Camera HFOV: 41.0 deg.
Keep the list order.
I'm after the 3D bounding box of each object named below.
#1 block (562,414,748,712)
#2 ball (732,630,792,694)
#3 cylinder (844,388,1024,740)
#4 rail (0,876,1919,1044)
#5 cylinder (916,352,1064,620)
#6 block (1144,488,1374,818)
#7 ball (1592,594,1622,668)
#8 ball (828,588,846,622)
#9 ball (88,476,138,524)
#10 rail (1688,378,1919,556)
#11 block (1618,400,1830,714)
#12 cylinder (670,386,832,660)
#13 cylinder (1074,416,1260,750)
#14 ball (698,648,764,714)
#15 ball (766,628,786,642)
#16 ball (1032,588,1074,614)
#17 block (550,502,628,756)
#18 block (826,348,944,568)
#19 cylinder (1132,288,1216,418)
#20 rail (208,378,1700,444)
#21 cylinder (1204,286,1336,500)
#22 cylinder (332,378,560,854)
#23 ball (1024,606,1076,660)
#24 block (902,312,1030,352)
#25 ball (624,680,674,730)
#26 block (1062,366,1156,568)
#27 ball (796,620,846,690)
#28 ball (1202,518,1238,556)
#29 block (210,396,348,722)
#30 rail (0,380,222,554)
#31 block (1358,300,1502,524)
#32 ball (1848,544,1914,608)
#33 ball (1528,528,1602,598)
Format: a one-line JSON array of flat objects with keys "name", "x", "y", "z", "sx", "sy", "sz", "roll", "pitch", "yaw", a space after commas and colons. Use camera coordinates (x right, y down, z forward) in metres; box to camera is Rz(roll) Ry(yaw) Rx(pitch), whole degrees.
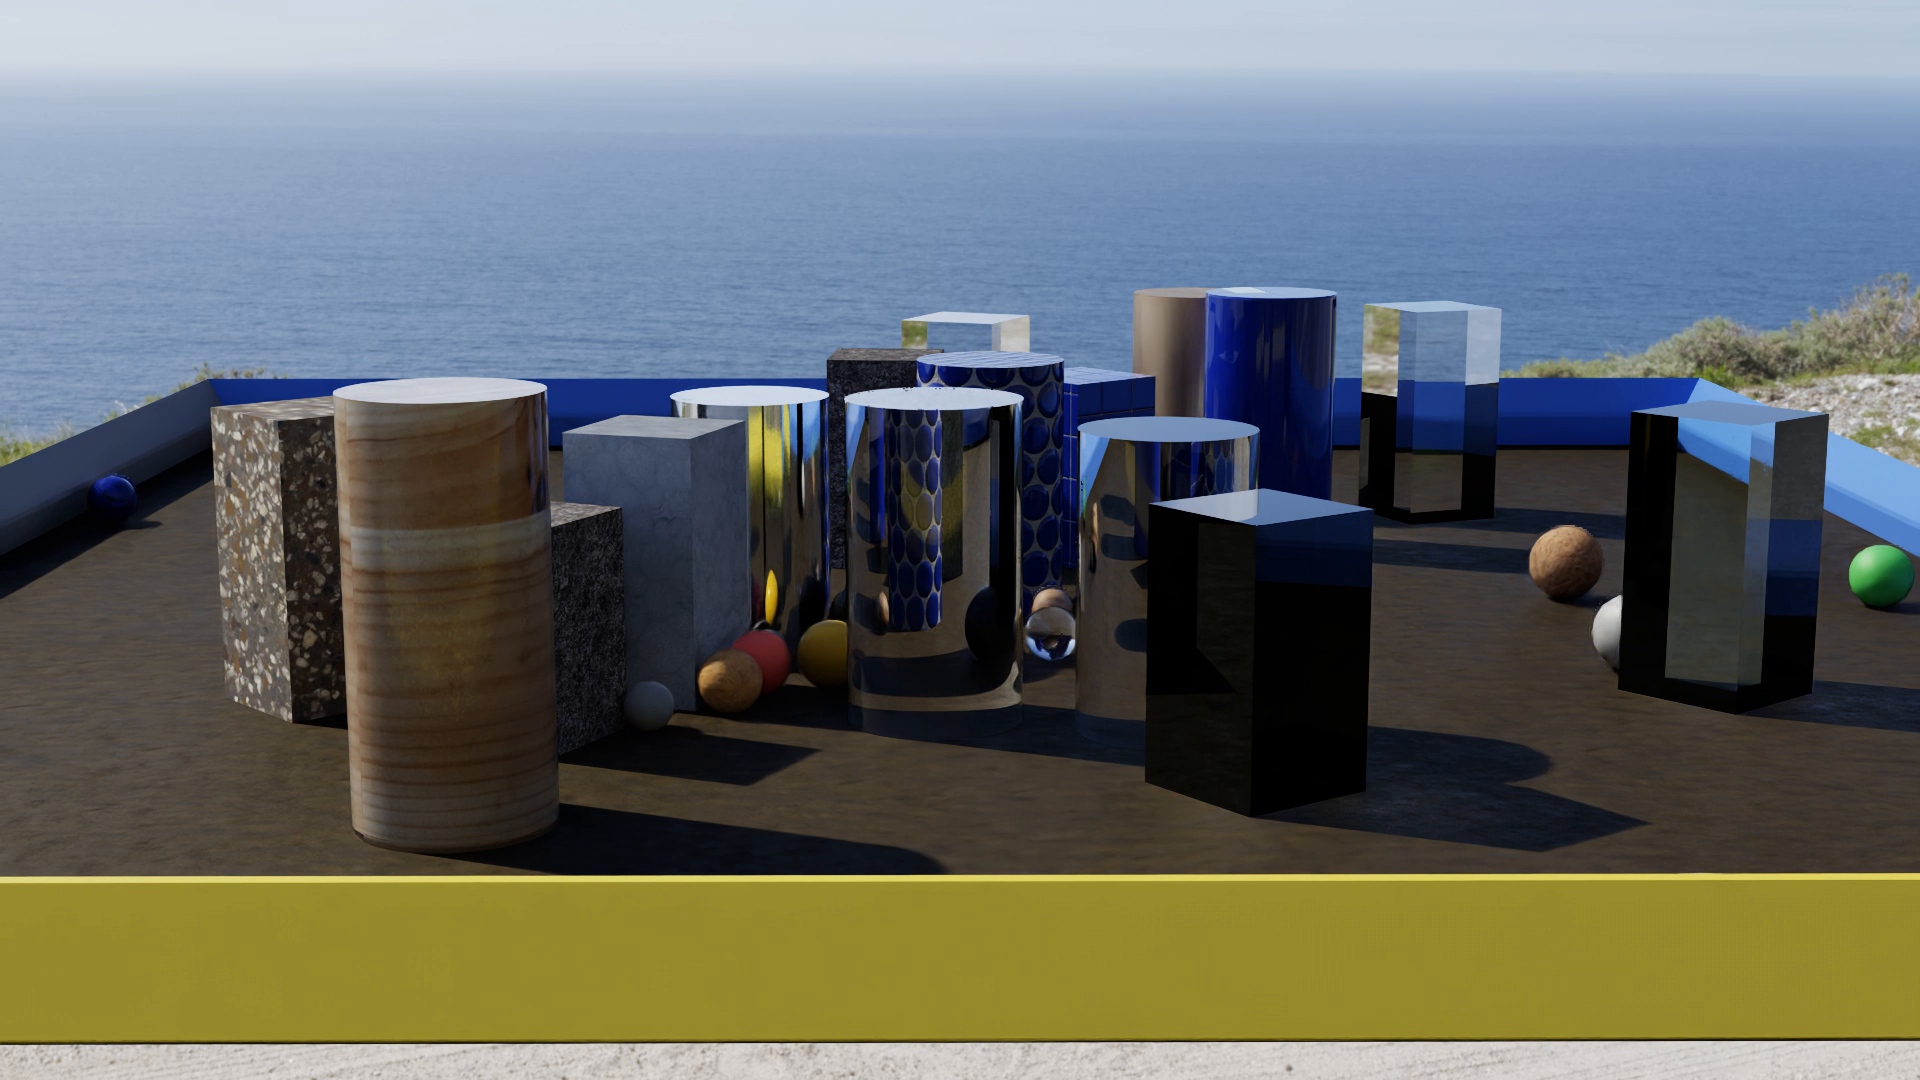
[{"name": "block", "x": -0.353, "y": 0.023, "z": 3.001, "sx": 0.159, "sy": 0.314, "sz": 0.159, "roll": 3, "pitch": 11, "yaw": 18}, {"name": "ball", "x": -0.235, "y": 0.143, "z": 3.007, "sx": 0.076, "sy": 0.076, "sz": 0.076, "roll": 0, "pitch": 10, "yaw": 0}, {"name": "cylinder", "x": -0.029, "y": 0.022, "z": 2.868, "sx": 0.199, "sy": 0.364, "sz": 0.199, "roll": 0, "pitch": 10, "yaw": 0}, {"name": "rail", "x": 0.009, "y": 0.311, "z": 1.948, "sx": 2.888, "sy": 0.129, "sz": 0.045, "roll": 0, "pitch": 10, "yaw": 0}, {"name": "cylinder", "x": 0.041, "y": -0.076, "z": 3.471, "sx": 0.199, "sy": 0.338, "sz": 0.199, "roll": 0, "pitch": 10, "yaw": 0}, {"name": "block", "x": 0.301, "y": 0.109, "z": 2.599, "sx": 0.159, "sy": 0.291, "sz": 0.159, "roll": -8, "pitch": 13, "yaw": -36}, {"name": "ball", "x": 0.817, "y": 0.112, "z": 3.119, "sx": 0.095, "sy": 0.095, "sz": 0.095, "roll": 0, "pitch": 10, "yaw": 0}, {"name": "ball", "x": -0.119, "y": 0.098, "z": 3.205, "sx": 0.092, "sy": 0.092, "sz": 0.092, "roll": 0, "pitch": 10, "yaw": 0}, {"name": "ball", "x": -1.365, "y": -0.065, "z": 4.132, "sx": 0.076, "sy": 0.076, "sz": 0.076, "roll": 0, "pitch": 10, "yaw": 0}, {"name": "rail", "x": 1.420, "y": 0.032, "z": 3.457, "sx": 0.045, "sy": 0.129, "sz": 3.100, "roll": 0, "pitch": 10, "yaw": 0}, {"name": "block", "x": 0.890, "y": 0.015, "z": 2.994, "sx": 0.159, "sy": 0.331, "sz": 0.159, "roll": -9, "pitch": 14, "yaw": -40}, {"name": "cylinder", "x": -0.263, "y": -0.024, "z": 3.237, "sx": 0.199, "sy": 0.320, "sz": 0.199, "roll": 0, "pitch": 10, "yaw": 0}, {"name": "cylinder", "x": 0.227, "y": 0.044, "z": 2.827, "sx": 0.199, "sy": 0.336, "sz": 0.199, "roll": 0, "pitch": 10, "yaw": 0}, {"name": "ball", "x": -0.261, "y": 0.160, "z": 2.920, "sx": 0.075, "sy": 0.075, "sz": 0.075, "roll": 0, "pitch": 10, "yaw": 0}, {"name": "ball", "x": -0.235, "y": 0.132, "z": 3.145, "sx": 0.047, "sy": 0.047, "sz": 0.047, "roll": 0, "pitch": 10, "yaw": 0}, {"name": "ball", "x": 0.121, "y": 0.090, "z": 3.356, "sx": 0.054, "sy": 0.054, "sz": 0.054, "roll": 0, "pitch": 10, "yaw": 0}, {"name": "block", "x": -0.477, "y": 0.093, "z": 2.802, "sx": 0.159, "sy": 0.248, "sz": 0.159, "roll": 5, "pitch": 12, "yaw": 25}, {"name": "block", "x": -0.109, "y": -0.123, "z": 3.810, "sx": 0.159, "sy": 0.307, "sz": 0.159, "roll": 1, "pitch": 11, "yaw": 4}, {"name": "cylinder", "x": 0.387, "y": -0.236, "z": 4.287, "sx": 0.199, "sy": 0.355, "sz": 0.199, "roll": 0, "pitch": 10, "yaw": 0}, {"name": "rail", "x": -0.009, "y": -0.245, "z": 4.950, "sx": 2.888, "sy": 0.129, "sz": 0.045, "roll": 0, "pitch": 10, "yaw": 0}, {"name": "cylinder", "x": 0.473, "y": -0.186, "z": 3.933, "sx": 0.199, "sy": 0.386, "sz": 0.199, "roll": 0, "pitch": 10, "yaw": 0}, {"name": "cylinder", "x": -0.490, "y": 0.067, "z": 2.460, "sx": 0.199, "sy": 0.424, "sz": 0.199, "roll": 0, "pitch": 10, "yaw": 0}, {"name": "ball", "x": 0.113, "y": 0.116, "z": 3.178, "sx": 0.068, "sy": 0.068, "sz": 0.068, "roll": 0, "pitch": 10, "yaw": 0}, {"name": "block", "x": 0.010, "y": -0.206, "z": 4.221, "sx": 0.159, "sy": 0.320, "sz": 0.159, "roll": 5, "pitch": 11, "yaw": 24}, {"name": "ball", "x": -0.344, "y": 0.184, "z": 2.843, "sx": 0.056, "sy": 0.056, "sz": 0.056, "roll": 0, "pitch": 10, "yaw": 0}, {"name": "block", "x": 0.178, "y": -0.111, "z": 3.842, "sx": 0.159, "sy": 0.272, "sz": 0.159, "roll": -9, "pitch": 14, "yaw": -40}, {"name": "ball", "x": -0.152, "y": 0.135, "z": 3.028, "sx": 0.083, "sy": 0.083, "sz": 0.083, "roll": 0, "pitch": 10, "yaw": 0}, {"name": "ball", "x": 0.392, "y": -0.005, "z": 3.863, "sx": 0.054, "sy": 0.054, "sz": 0.054, "roll": 0, "pitch": 10, "yaw": 0}, {"name": "block", "x": -0.744, "y": 0.017, "z": 2.958, "sx": 0.159, "sy": 0.341, "sz": 0.159, "roll": -9, "pitch": 14, "yaw": -42}, {"name": "rail", "x": -1.420, "y": 0.035, "z": 3.441, "sx": 0.045, "sy": 0.129, "sz": 3.100, "roll": 0, "pitch": 10, "yaw": 0}, {"name": "block", "x": 0.766, "y": -0.211, "z": 4.191, "sx": 0.159, "sy": 0.341, "sz": 0.159, "roll": -4, "pitch": 11, "yaw": -22}, {"name": "ball", "x": 1.254, "y": 0.049, "z": 3.490, "sx": 0.085, "sy": 0.085, "sz": 0.085, "roll": 0, "pitch": 10, "yaw": 0}, {"name": "ball", "x": 0.836, "y": 0.032, "z": 3.543, "sx": 0.099, "sy": 0.099, "sz": 0.099, "roll": 0, "pitch": 10, "yaw": 0}]
